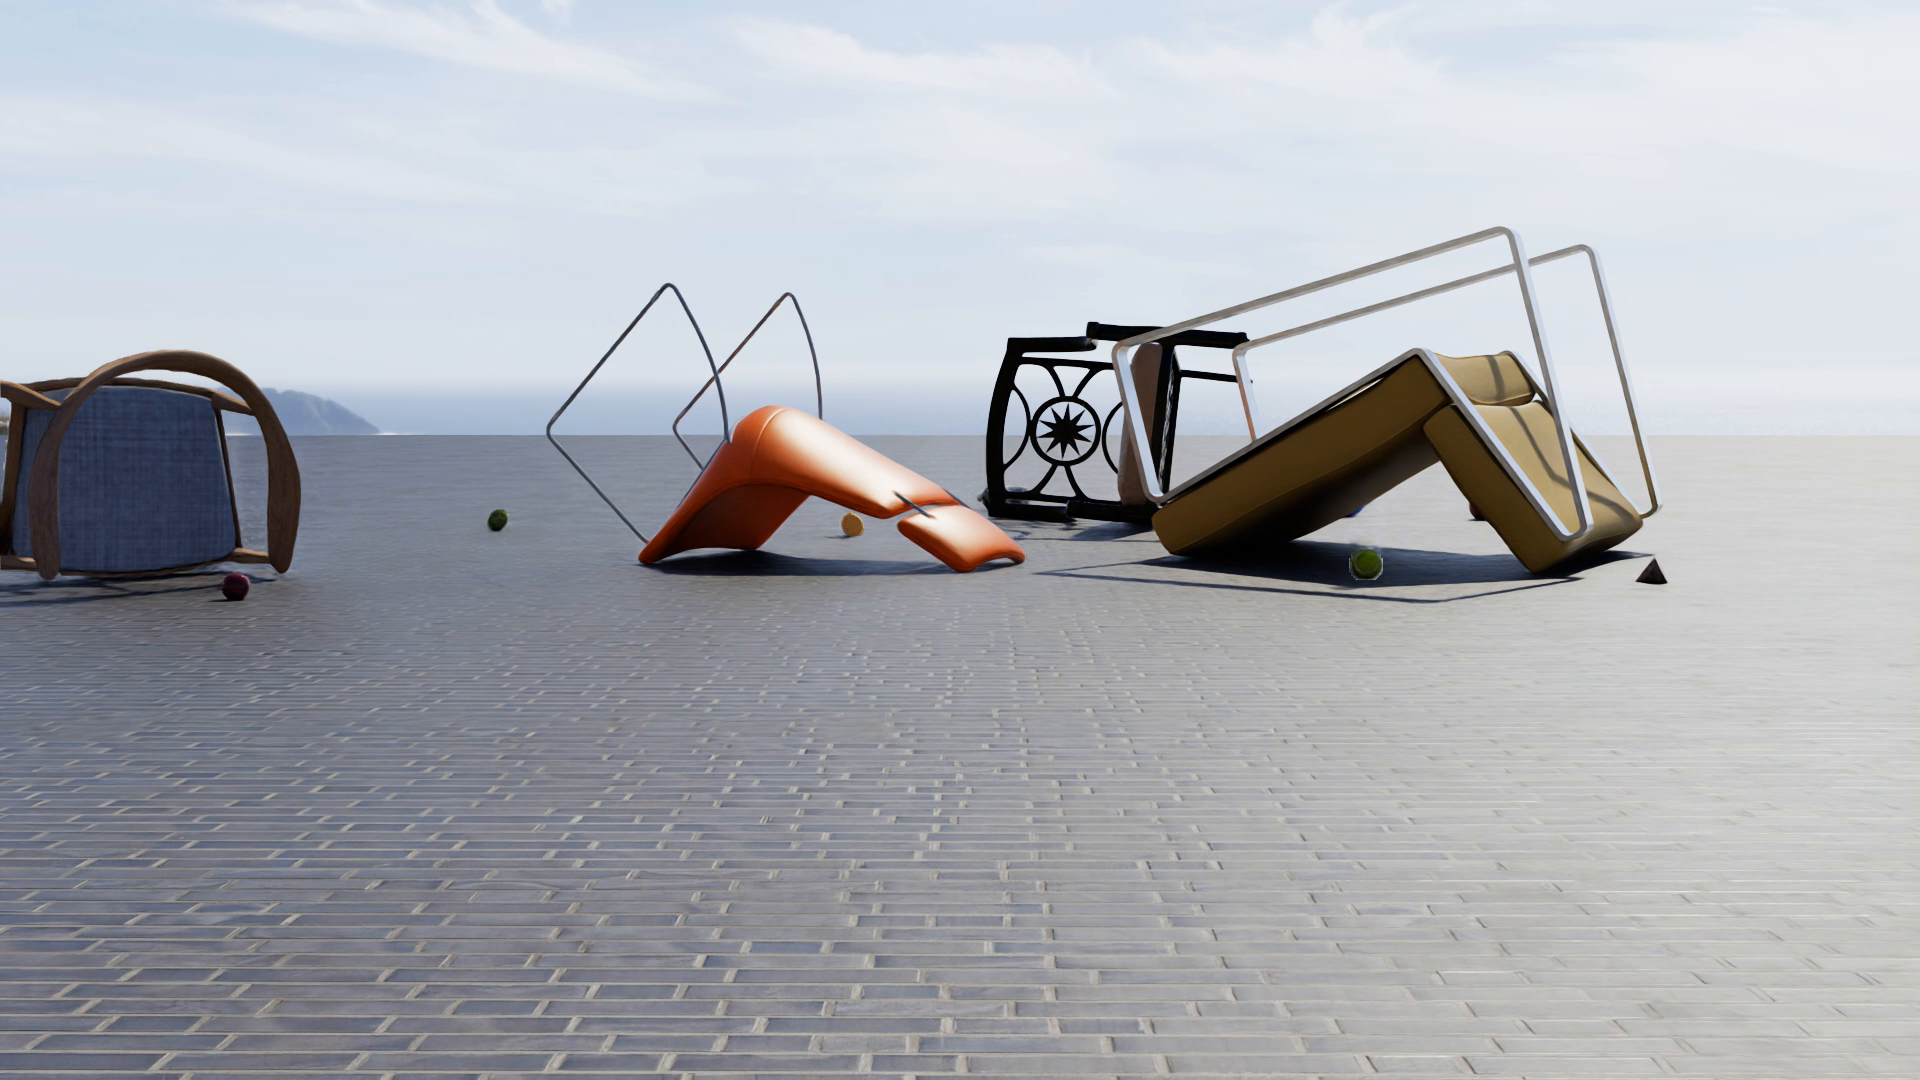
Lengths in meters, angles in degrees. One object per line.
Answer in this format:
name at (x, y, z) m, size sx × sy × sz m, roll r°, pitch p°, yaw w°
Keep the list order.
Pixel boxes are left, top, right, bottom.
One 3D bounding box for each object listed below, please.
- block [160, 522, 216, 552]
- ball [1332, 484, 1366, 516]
block at (-2.162, -0.011, 6.164) m, size 0.109 × 0.074 × 0.099 m, roll 2°, pitch 5°, yaw 30°
ball at (1.381, -0.144, 7.799) m, size 0.116 × 0.116 × 0.116 m, roll 0°, pitch 4°, yaw 0°
